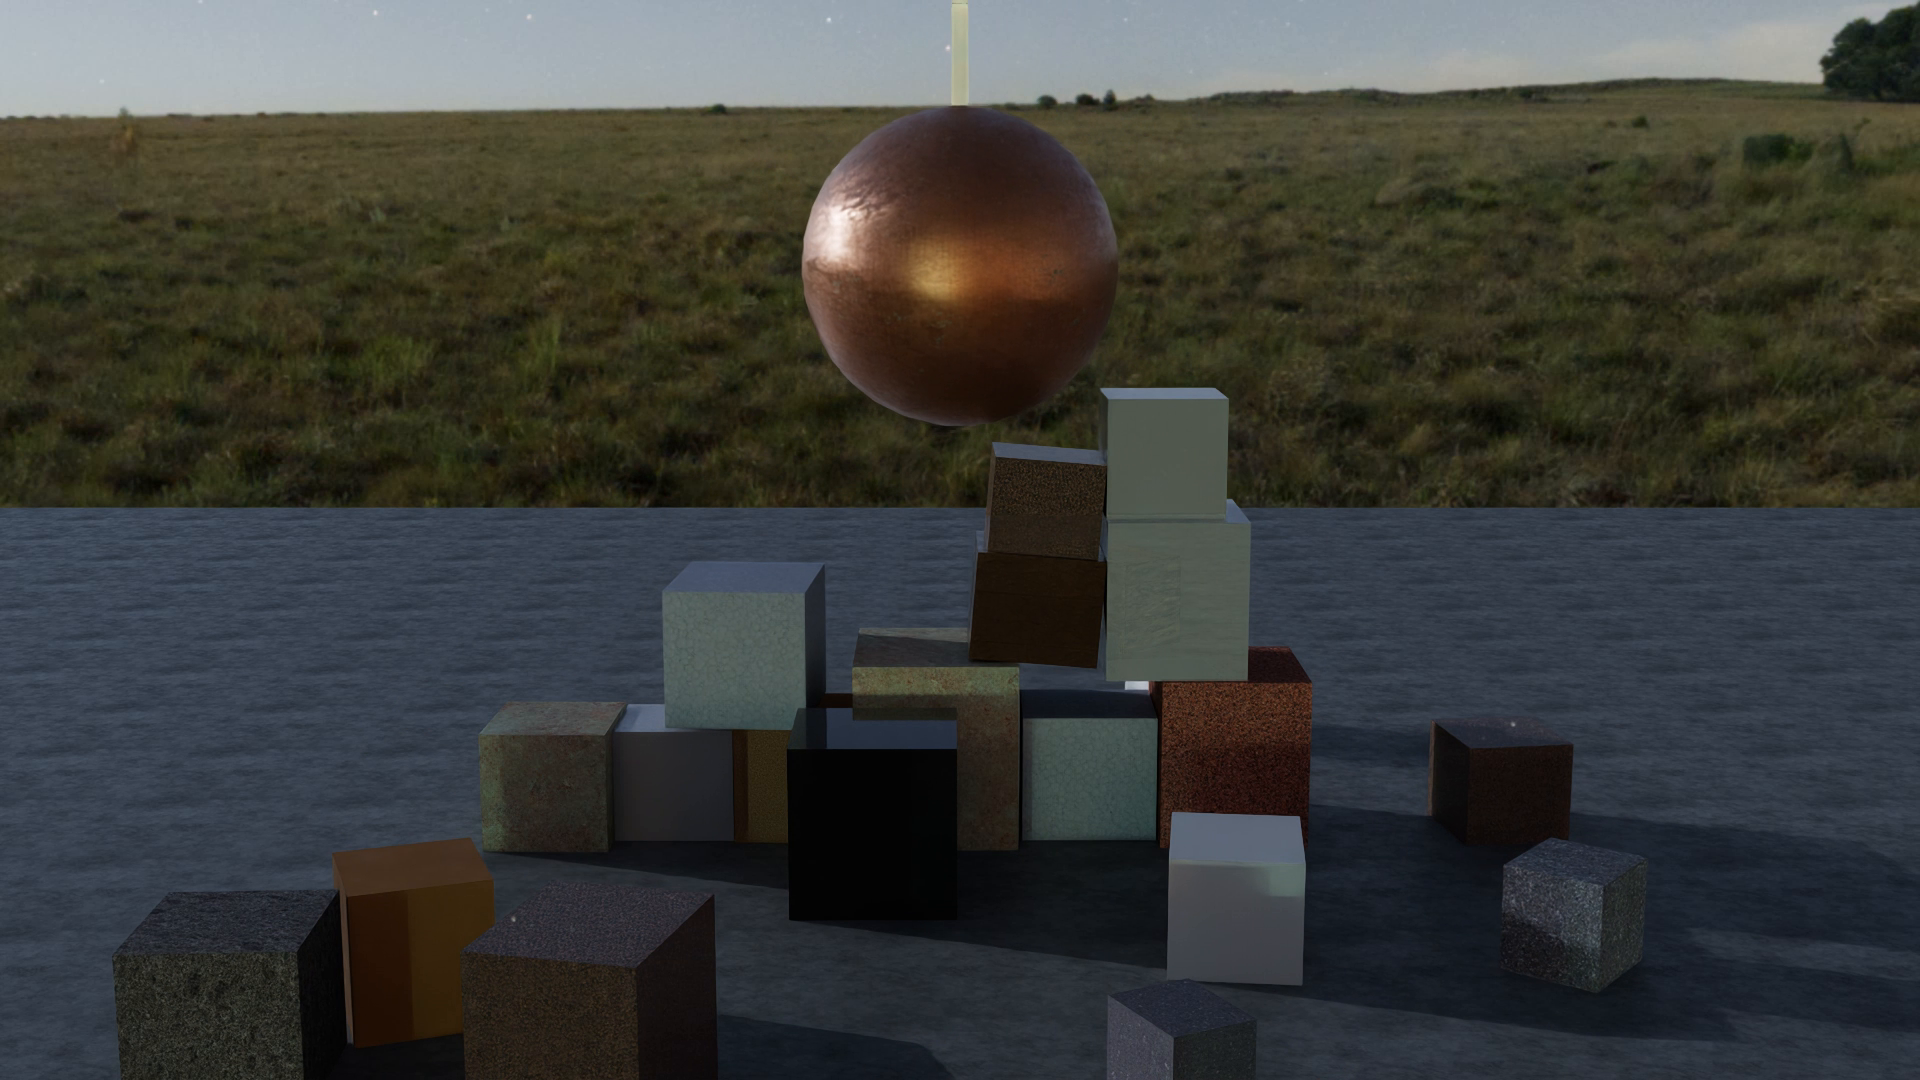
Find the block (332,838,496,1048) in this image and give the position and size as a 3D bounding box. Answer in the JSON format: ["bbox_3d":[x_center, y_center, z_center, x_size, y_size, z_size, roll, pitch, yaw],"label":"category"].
[{"bbox_3d":[-2.211,1.619,8.918,0.561,0.623,0.573,-4,11,-21],"label":"block"}]

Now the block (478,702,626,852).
[{"bbox_3d":[-2.068,1.203,11.265,0.627,0.603,0.660,0,10,1],"label":"block"}]

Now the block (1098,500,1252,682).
[{"bbox_3d":[1.075,0.244,11.216,0.703,0.797,0.730,0,10,0],"label":"block"}]

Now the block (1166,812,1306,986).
[{"bbox_3d":[1.196,1.547,9.558,0.568,0.535,0.657,1,10,6],"label":"block"}]

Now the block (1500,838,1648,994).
[{"bbox_3d":[2.636,1.603,9.448,0.442,0.467,0.480,8,13,38],"label":"block"}]

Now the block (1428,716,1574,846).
[{"bbox_3d":[2.780,1.235,11.352,0.542,0.509,0.570,-1,10,-8],"label":"block"}]

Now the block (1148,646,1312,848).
[{"bbox_3d":[1.376,1.057,11.363,0.741,0.855,0.800,0,10,0],"label":"block"}]

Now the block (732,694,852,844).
[{"bbox_3d":[-0.837,1.173,11.392,0.602,0.616,0.653,0,10,0],"label":"block"}]

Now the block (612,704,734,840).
[{"bbox_3d":[-1.448,1.197,11.385,0.606,0.571,0.550,0,10,0],"label":"block"}]

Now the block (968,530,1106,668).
[{"bbox_3d":[0.381,0.295,11.198,0.638,0.539,0.617,5,10,-2],"label":"block"}]

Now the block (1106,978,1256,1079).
[{"bbox_3d":[0.807,1.895,8.055,0.355,0.390,0.444,-5,12,-27],"label":"block"}]

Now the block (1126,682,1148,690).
[{"bbox_3d":[1.361,0.884,13.267,0.561,0.514,0.467,-6,12,-32],"label":"block"}]

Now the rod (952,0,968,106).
[{"bbox_3d":[0.000,-4.704,10.393,0.080,5.200,0.080,0,12,0],"label":"rod"}]

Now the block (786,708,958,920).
[{"bbox_3d":[-0.398,1.272,10.316,0.766,0.807,0.728,0,10,0],"label":"block"}]

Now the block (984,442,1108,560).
[{"bbox_3d":[0.425,-0.203,11.116,0.551,0.474,0.533,5,10,-2],"label":"block"}]

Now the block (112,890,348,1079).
[{"bbox_3d":[-2.726,1.733,8.273,0.653,0.630,0.668,0,10,-3],"label":"block"}]

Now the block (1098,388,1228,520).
[{"bbox_3d":[1.018,-0.443,11.097,0.596,0.597,0.493,0,10,-1],"label":"block"}]

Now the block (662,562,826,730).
[{"bbox_3d":[-1.091,0.529,11.274,0.707,0.694,0.798,1,10,4],"label":"block"}]

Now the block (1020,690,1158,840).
[{"bbox_3d":[0.656,1.159,11.408,0.680,0.639,0.593,0,10,0],"label":"block"}]

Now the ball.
[{"bbox_3d":[0.000,-1.376,11.086,1.600,1.600,1.600,0,10,0],"label":"ball"}]

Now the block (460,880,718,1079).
[{"bbox_3d":[-1.302,1.733,7.846,0.640,0.782,0.757,3,11,14],"label":"block"}]

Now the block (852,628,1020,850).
[{"bbox_3d":[-0.122,1.011,11.368,0.823,0.943,0.893,0,10,0],"label":"block"}]
